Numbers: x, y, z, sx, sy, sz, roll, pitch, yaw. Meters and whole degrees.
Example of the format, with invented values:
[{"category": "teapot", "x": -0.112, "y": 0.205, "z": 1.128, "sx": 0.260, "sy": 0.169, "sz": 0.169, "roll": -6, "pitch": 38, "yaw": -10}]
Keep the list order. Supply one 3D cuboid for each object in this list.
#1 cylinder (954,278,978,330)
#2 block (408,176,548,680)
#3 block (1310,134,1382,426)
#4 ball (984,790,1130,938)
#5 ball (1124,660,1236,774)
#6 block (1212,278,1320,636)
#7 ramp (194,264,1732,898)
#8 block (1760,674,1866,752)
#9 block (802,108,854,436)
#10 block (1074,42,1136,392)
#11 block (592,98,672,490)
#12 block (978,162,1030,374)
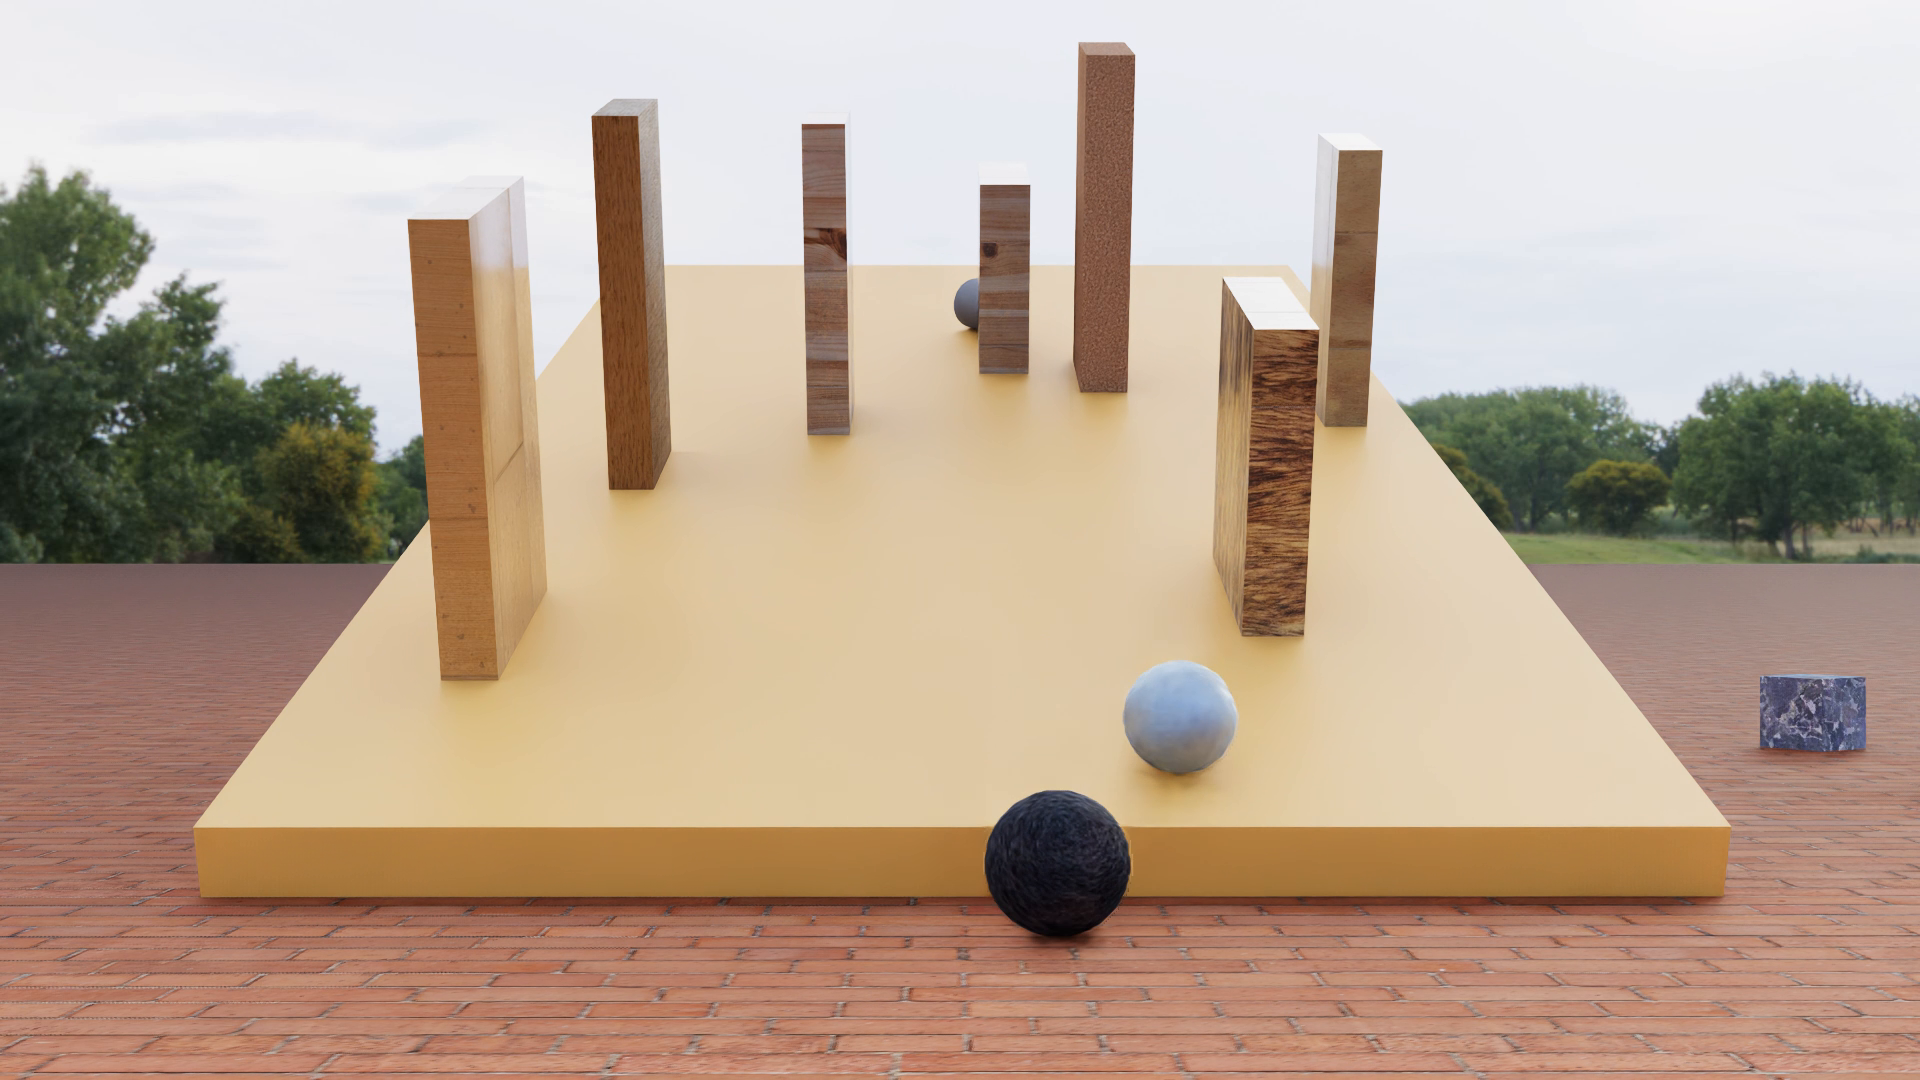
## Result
[{"category": "cylinder", "x": 0.073, "y": -0.605, "z": 5.788, "sx": 0.130, "sy": 0.130, "sz": 0.130, "roll": 0, "pitch": 15, "yaw": -32}, {"category": "block", "x": -0.748, "y": -0.187, "z": 3.499, "sx": 0.087, "sy": 0.706, "sz": 0.432, "roll": 0, "pitch": 17, "yaw": 0}, {"category": "block", "x": 0.843, "y": -0.576, "z": 4.914, "sx": 0.093, "sy": 0.601, "sz": 0.277, "roll": 0, "pitch": 17, "yaw": 0}, {"category": "ball", "x": 0.115, "y": 0.381, "z": 2.628, "sx": 0.172, "sy": 0.172, "sz": 0.172, "roll": 0, "pitch": 0, "yaw": 0}, {"category": "ball", "x": 0.301, "y": 0.243, "z": 3.055, "sx": 0.155, "sy": 0.155, "sz": 0.155, "roll": 0, "pitch": 0, "yaw": 0}, {"category": "block", "x": 0.504, "y": -0.149, "z": 3.719, "sx": 0.100, "sy": 0.504, "sz": 0.427, "roll": 0, "pitch": 17, "yaw": 0}, {"category": "ramp", "x": -0.003, "y": -0.180, "z": 4.821, "sx": 2.000, "sy": 0.100, "sz": 4.000, "roll": 0, "pitch": 17, "yaw": 0}, {"category": "block", "x": 1.998, "y": 0.403, "z": 5.224, "sx": 0.166, "sy": 0.166, "sz": 0.166, "roll": 0, "pitch": -1, "yaw": -34}, {"category": "block", "x": -0.283, "y": -0.585, "z": 4.833, "sx": 0.091, "sy": 0.664, "sz": 0.280, "roll": 0, "pitch": 17, "yaw": 0}, {"category": "block", "x": 0.334, "y": -0.758, "z": 5.213, "sx": 0.109, "sy": 0.768, "sz": 0.328, "roll": 0, "pitch": 17, "yaw": 0}, {"category": "block", "x": -0.648, "y": -0.491, "z": 4.426, "sx": 0.088, "sy": 0.729, "sz": 0.294, "roll": 0, "pitch": 17, "yaw": 0}, {"category": "block", "x": 0.105, "y": -0.674, "z": 5.469, "sx": 0.119, "sy": 0.453, "sz": 0.388, "roll": 0, "pitch": 17, "yaw": 0}]
